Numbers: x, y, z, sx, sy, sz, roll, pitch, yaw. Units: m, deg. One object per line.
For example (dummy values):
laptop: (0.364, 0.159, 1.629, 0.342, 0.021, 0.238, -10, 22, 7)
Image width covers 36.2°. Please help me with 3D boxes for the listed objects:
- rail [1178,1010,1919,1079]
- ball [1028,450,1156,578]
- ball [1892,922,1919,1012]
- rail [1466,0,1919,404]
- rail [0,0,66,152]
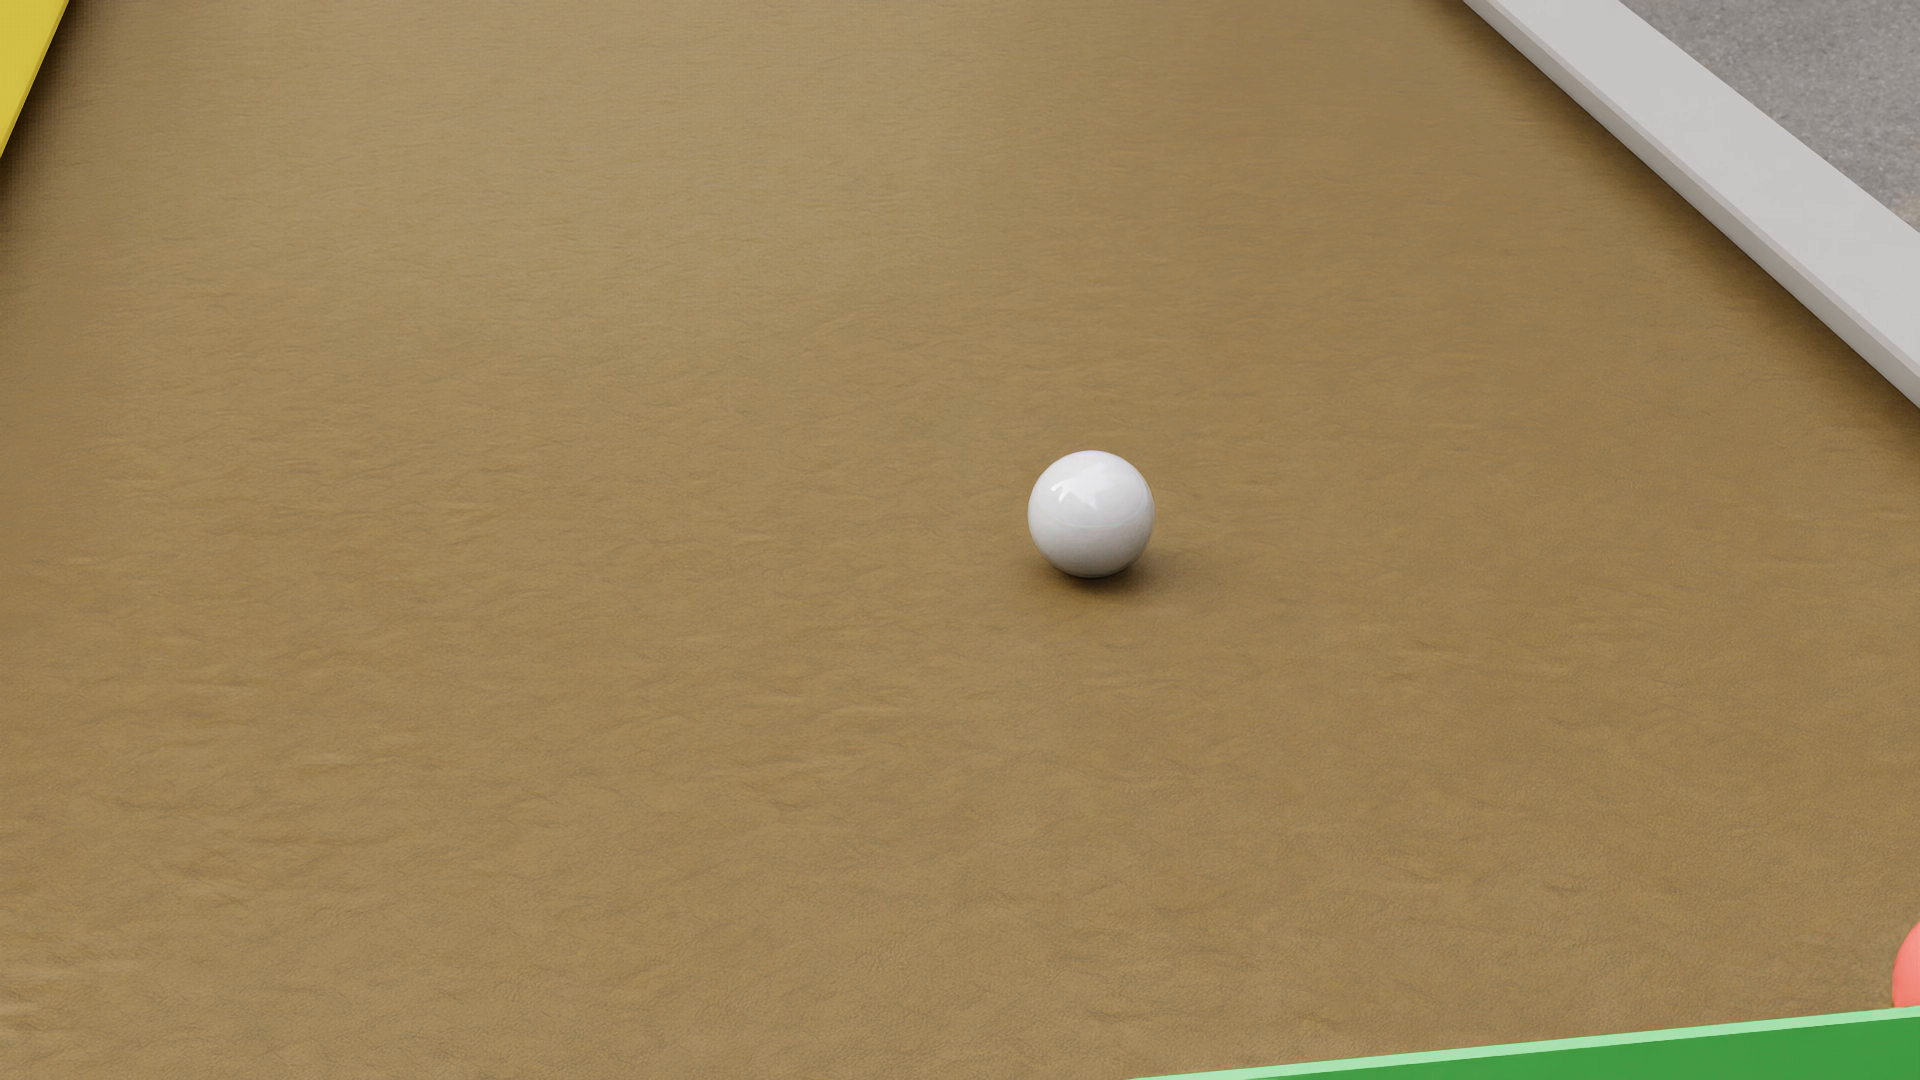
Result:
rail: (0.104, 0.276, 1.311, 1.533, 0.124, 0.045, -4, 26, -8)
ball: (0.087, -0.017, 1.959, 0.085, 0.085, 0.085, 0, 26, 0)
ball: (0.511, 0.223, 1.455, 0.095, 0.095, 0.095, 0, 26, 0)
rail: (0.627, -0.378, 2.653, 0.045, 0.124, 2.841, -4, 26, -8)
rail: (-0.842, -0.280, 2.452, 0.045, 0.124, 2.841, -4, 26, -8)
